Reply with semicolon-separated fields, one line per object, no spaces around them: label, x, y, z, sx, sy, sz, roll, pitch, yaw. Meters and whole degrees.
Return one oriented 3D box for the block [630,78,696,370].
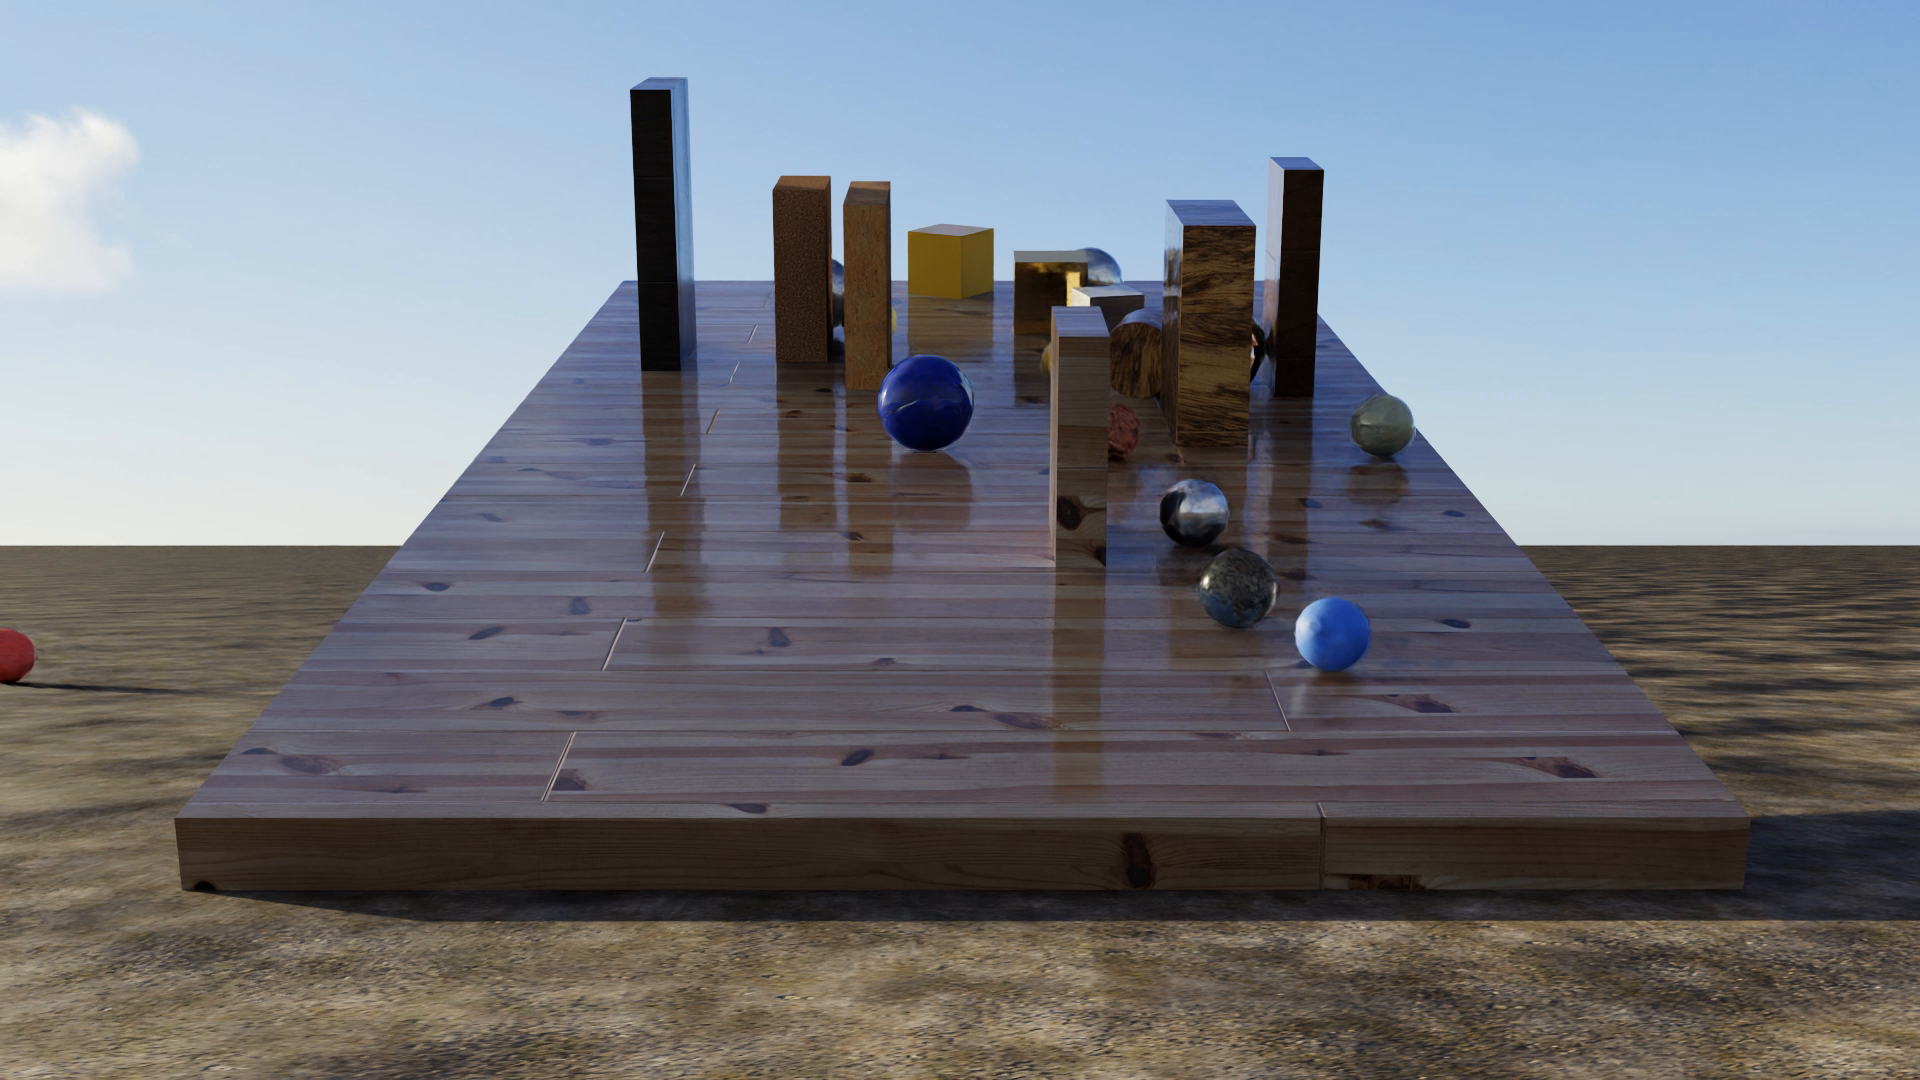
block;-0.730;-0.786;5.471;0.096;0.675;0.353;0;16;0

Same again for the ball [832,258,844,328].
ball;-0.377;-0.651;5.849;0.204;0.204;0.204;0;0;0

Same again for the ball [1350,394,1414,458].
ball;0.873;-0.237;4.577;0.131;0.131;0.131;0;0;0

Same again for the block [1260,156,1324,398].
block;0.774;-0.617;5.171;0.090;0.523;0.245;0;16;0

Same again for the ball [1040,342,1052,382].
ball;0.248;-0.416;5.208;0.117;0.117;0.117;0;0;0

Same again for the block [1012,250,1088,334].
block;0.240;-0.661;5.905;0.192;0.192;0.192;0;16;0

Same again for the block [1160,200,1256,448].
block;0.531;-0.475;4.788;0.150;0.468;0.390;0;16;0

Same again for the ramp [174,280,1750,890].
ramp;-0.002;-0.166;4.740;2.000;0.100;4.000;0;16;0

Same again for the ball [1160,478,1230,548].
ball;0.418;-0.049;3.950;0.124;0.124;0.124;0;0;0

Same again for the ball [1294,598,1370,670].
ball;0.559;0.141;3.328;0.111;0.111;0.111;0;0;0

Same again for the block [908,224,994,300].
block;-0.026;-0.811;6.433;0.181;0.181;0.181;10;19;30

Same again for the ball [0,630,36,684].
ball;-2.961;0.361;6.868;0.169;0.169;0.169;0;0;0

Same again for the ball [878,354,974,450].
ball;-0.071;-0.286;4.617;0.201;0.201;0.201;0;0;0

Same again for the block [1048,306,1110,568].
block;0.209;-0.188;3.920;0.087;0.406;0.282;0;16;0

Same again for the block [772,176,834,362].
block;-0.394;-0.688;5.582;0.127;0.425;0.287;0;16;0

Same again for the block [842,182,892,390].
block;-0.220;-0.621;5.340;0.098;0.434;0.425;0;16;0

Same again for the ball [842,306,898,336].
ball;-0.231;-0.561;5.653;0.141;0.141;0.141;0;0;0

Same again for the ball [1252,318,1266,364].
ball;0.644;-0.461;5.272;0.168;0.168;0.168;0;0;0

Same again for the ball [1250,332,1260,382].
ball;0.599;-0.422;5.105;0.187;0.187;0.187;0;0;0

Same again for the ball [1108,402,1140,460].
ball;0.311;-0.223;4.546;0.121;0.121;0.121;0;0;0

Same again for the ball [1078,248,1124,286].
ball;0.355;-0.711;6.085;0.186;0.186;0.186;0;0;0

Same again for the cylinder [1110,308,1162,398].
cylinder;0.428;-0.438;5.174;0.177;0.177;0.177;0;18;12

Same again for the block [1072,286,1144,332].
block;0.376;-0.565;5.661;0.146;0.146;0.146;-5;17;-15

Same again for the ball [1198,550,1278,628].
ball;0.441;0.077;3.518;0.126;0.126;0.126;0;0;0
